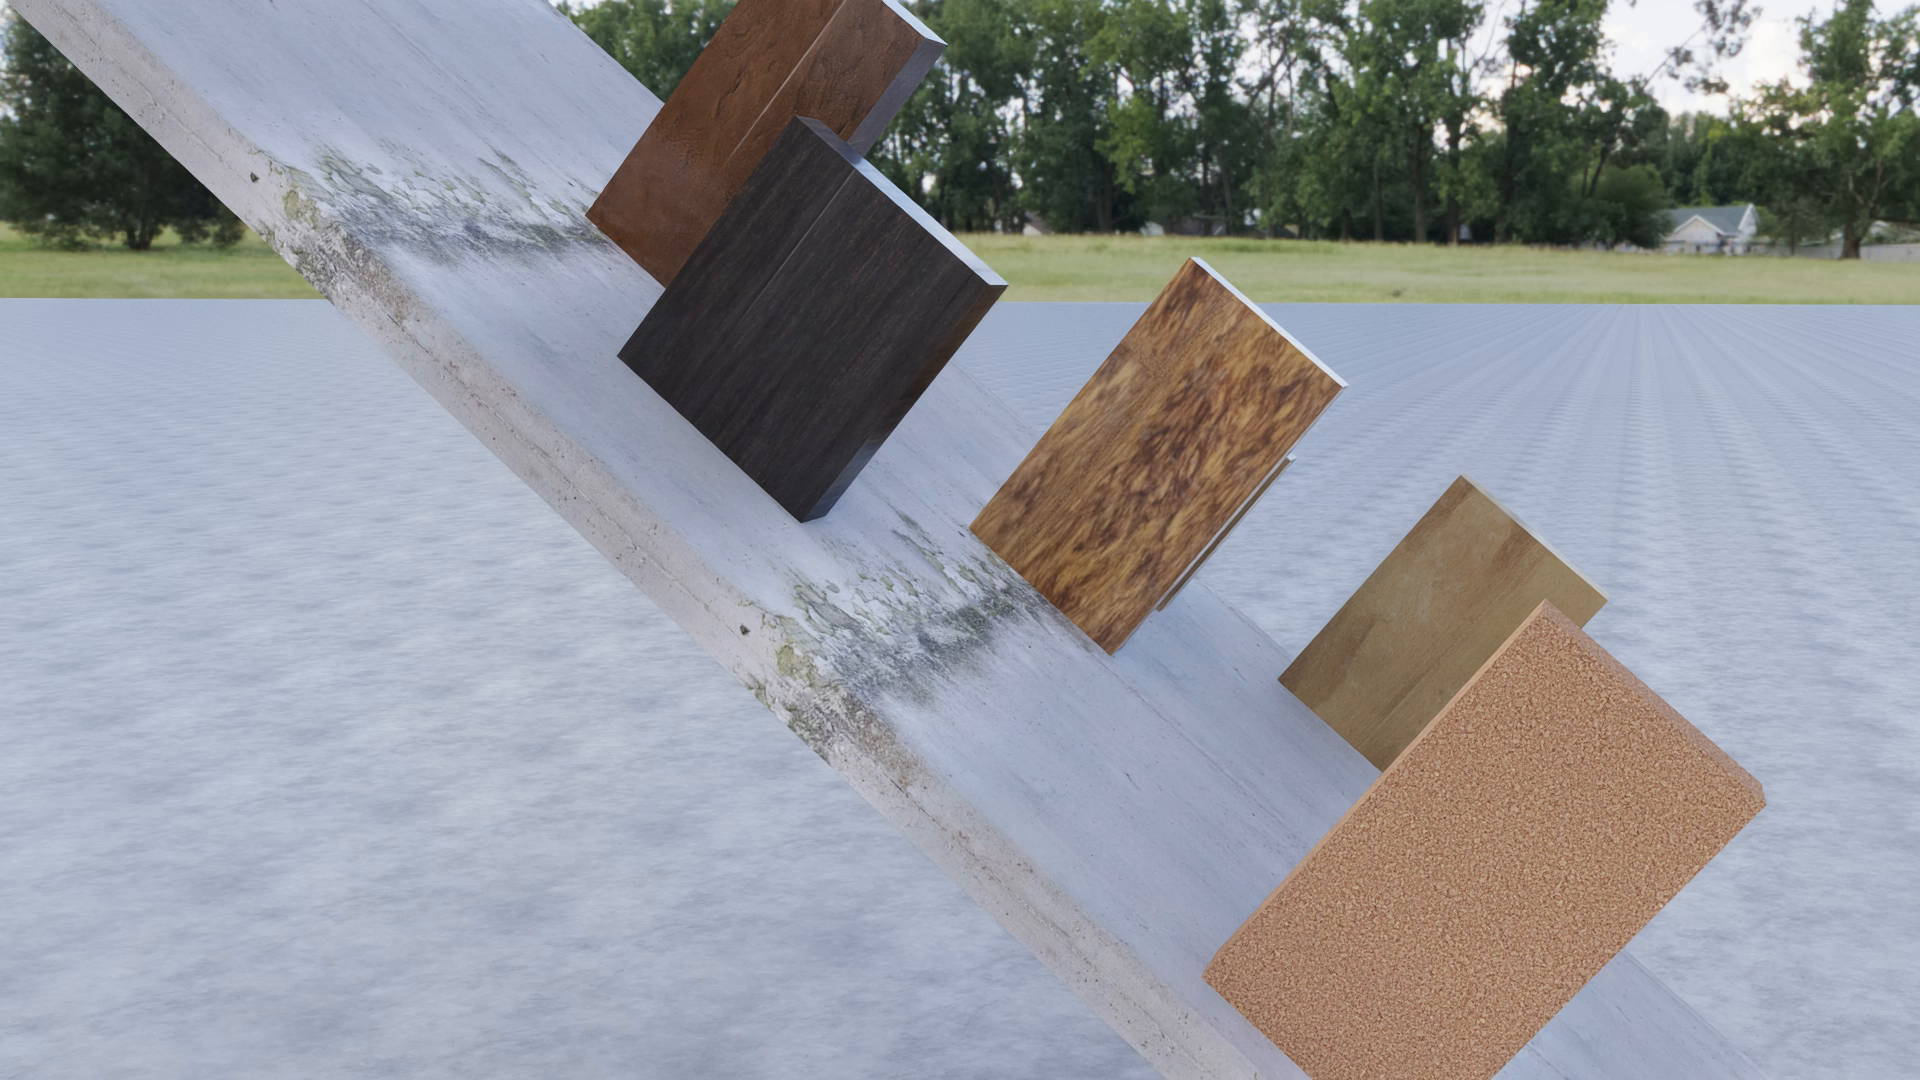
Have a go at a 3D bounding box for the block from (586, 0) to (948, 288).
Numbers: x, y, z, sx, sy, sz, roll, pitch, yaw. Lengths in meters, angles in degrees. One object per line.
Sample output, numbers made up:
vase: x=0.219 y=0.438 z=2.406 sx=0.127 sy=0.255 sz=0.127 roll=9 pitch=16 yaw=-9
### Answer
block: x=-0.355 y=-0.741 z=3.988 sx=0.315 sy=0.651 sz=0.135 roll=42 pitch=16 yaw=9

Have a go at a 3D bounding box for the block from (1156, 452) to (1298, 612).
block: x=0.429 y=-0.111 z=4.462 sx=0.307 sy=0.408 sz=0.090 roll=42 pitch=16 yaw=9

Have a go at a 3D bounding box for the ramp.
ramp: x=0.005 y=0.042 z=4.038 sx=4.000 sy=0.100 sz=2.000 roll=42 pitch=16 yaw=9

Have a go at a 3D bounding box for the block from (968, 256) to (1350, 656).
block: x=0.352 y=-0.149 z=3.974 sx=0.353 sy=0.641 sz=0.088 roll=42 pitch=16 yaw=9

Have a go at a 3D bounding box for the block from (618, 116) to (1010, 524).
block: x=-0.238 y=-0.348 z=3.492 sx=0.409 sy=0.487 sz=0.110 roll=42 pitch=16 yaw=9

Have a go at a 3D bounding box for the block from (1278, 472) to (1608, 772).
block: x=1.001 y=0.202 z=4.578 sx=0.386 sy=0.575 sz=0.103 roll=42 pitch=16 yaw=9

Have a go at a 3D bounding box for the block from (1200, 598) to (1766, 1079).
block: x=0.703 y=0.467 z=3.001 sx=0.372 sy=0.695 sz=0.124 roll=42 pitch=16 yaw=9
